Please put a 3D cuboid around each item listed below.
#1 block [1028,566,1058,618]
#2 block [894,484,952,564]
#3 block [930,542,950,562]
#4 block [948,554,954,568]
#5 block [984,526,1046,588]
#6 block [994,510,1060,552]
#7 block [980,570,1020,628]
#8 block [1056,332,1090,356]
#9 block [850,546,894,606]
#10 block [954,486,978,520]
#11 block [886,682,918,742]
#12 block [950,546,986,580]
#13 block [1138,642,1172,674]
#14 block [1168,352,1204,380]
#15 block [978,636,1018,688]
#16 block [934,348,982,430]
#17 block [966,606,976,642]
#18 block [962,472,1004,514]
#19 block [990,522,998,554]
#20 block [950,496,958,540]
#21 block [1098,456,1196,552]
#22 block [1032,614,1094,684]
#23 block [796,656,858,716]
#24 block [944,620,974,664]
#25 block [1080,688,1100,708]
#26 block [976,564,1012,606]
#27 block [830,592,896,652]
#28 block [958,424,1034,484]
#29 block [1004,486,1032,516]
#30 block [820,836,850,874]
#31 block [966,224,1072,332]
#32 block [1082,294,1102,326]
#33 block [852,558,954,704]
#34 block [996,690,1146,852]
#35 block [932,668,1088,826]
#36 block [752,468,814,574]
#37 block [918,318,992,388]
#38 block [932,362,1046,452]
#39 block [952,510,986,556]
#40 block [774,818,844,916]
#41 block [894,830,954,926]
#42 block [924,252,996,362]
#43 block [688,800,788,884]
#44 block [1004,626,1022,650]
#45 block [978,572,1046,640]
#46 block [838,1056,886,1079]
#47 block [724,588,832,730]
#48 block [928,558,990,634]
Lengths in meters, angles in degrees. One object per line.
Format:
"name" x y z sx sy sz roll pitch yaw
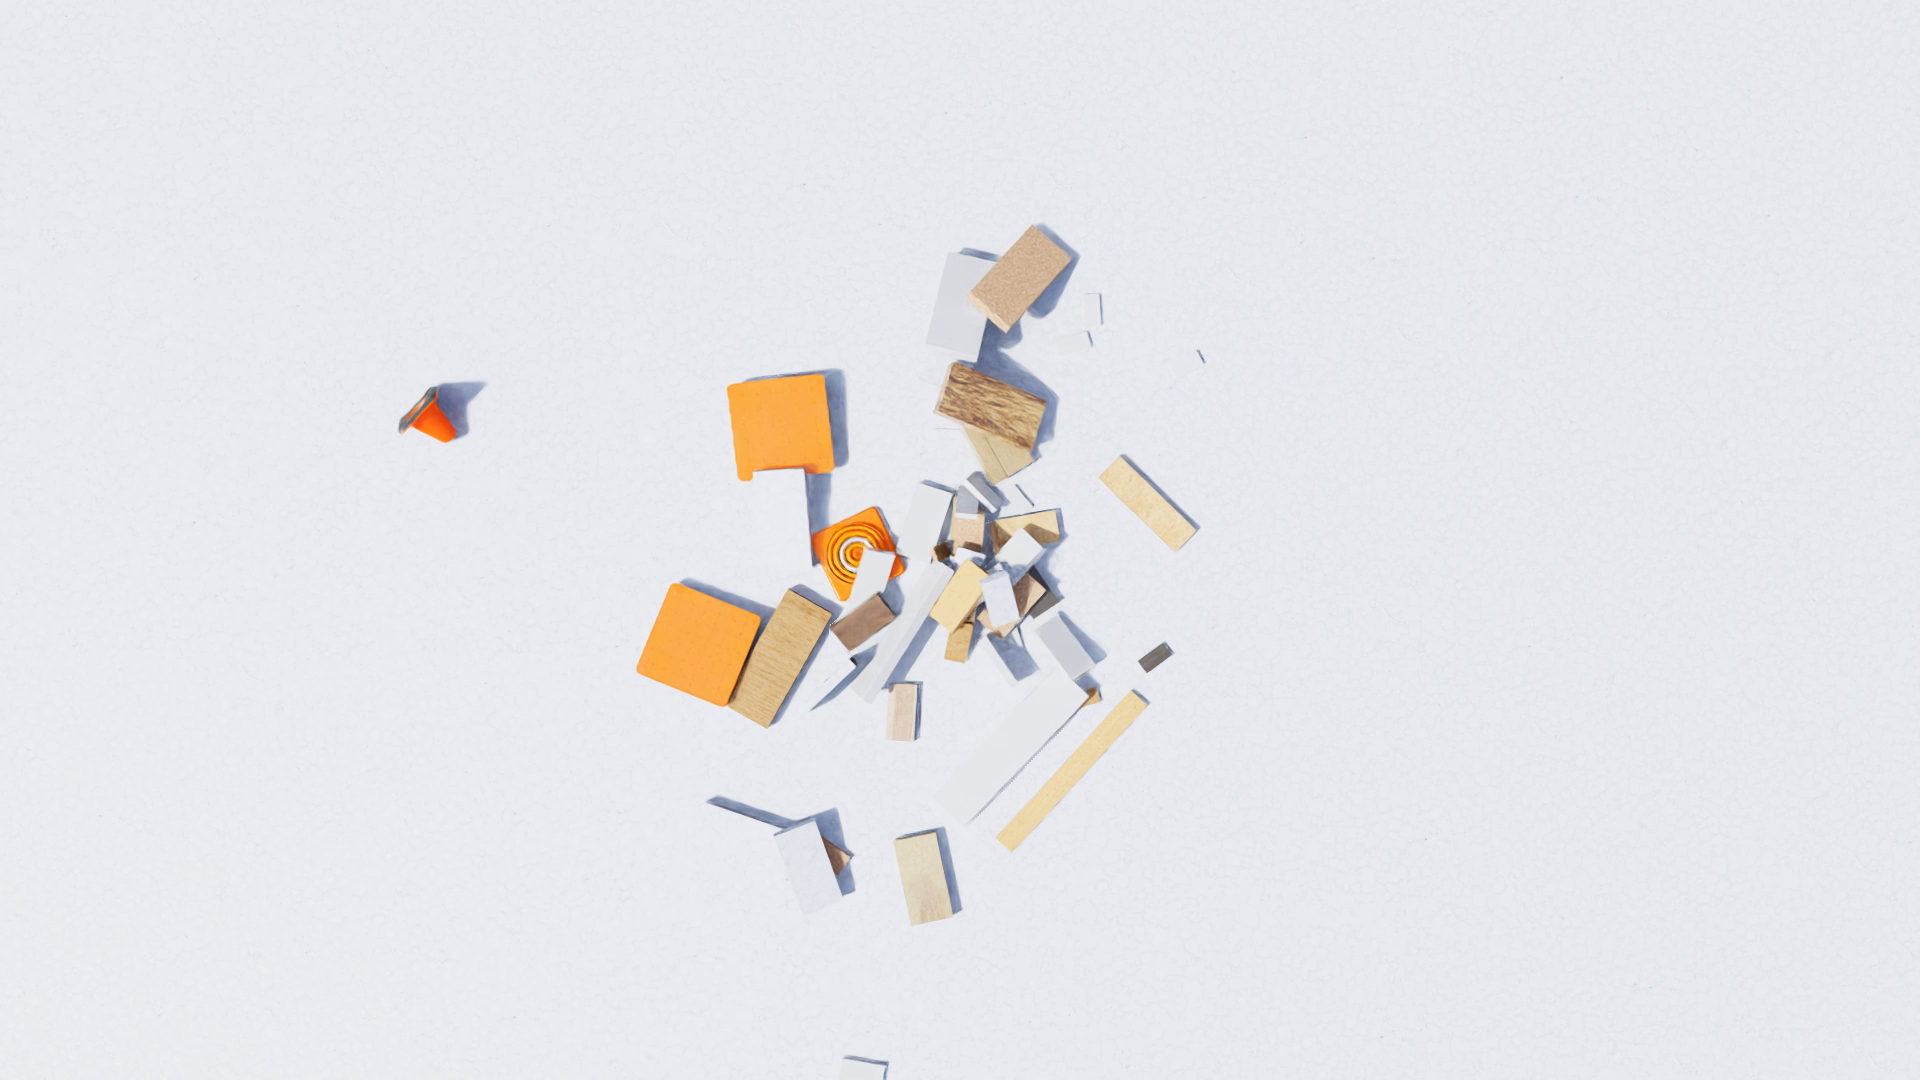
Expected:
"block" 0.228 0.149 5.485 0.103 0.029 0.207 -34 90 0
"block" -0.120 -0.055 5.471 0.121 0.034 0.243 18 84 0
"block" -0.064 0.040 5.453 0.014 0.095 0.048 -17 95 29
"block" 0.003 0.149 5.470 0.094 0.027 0.188 7 100 0
"block" 0.169 0.078 5.432 0.223 0.032 0.112 -49 61 7
"block" 0.222 -0.030 5.485 0.207 0.029 0.103 -10 90 0
"block" 0.129 0.195 5.373 0.095 0.027 0.189 -20 126 -5
"block" 0.377 -0.655 5.492 0.106 0.015 0.053 -16 90 0
"block" -0.290 0.125 5.437 0.099 0.028 0.199 12 111 -15
"block" 0.025 -0.123 5.438 0.072 0.143 0.020 6 129 0
"block" -0.195 0.573 5.487 0.094 0.027 0.189 3 90 0
"block" 0.012 0.122 5.438 0.094 0.027 0.188 17 100 -2
"block" 0.648 0.393 5.493 0.104 0.015 0.052 -36 90 0
"block" 0.753 -0.582 5.492 0.106 0.015 0.053 -28 90 0
"block" 0.125 0.401 5.452 0.027 0.094 0.189 -34 90 -2
"block" -0.005 -0.519 5.479 0.151 0.043 0.302 1 90 0
"block" 0.010 0.270 5.456 0.073 0.021 0.146 9 118 2
"block" 0.077 -0.157 5.464 0.143 0.072 0.020 45 123 0
"block" 0.112 -0.005 5.452 0.014 0.048 0.095 -9 52 0
"block" 0.009 -0.070 5.490 0.072 0.020 0.143 6 90 0
"block" 0.622 -0.120 5.486 0.355 0.028 0.099 44 90 0
"block" 0.340 0.359 5.444 0.103 0.029 0.207 -32 78 -26
"block" -0.438 0.483 5.439 0.243 0.121 0.034 -43 90 0
"block" -0.004 0.335 5.461 0.073 0.021 0.146 12 114 0
"block" 0.410 0.529 5.493 0.104 0.015 0.052 -15 90 0
"block" 0.090 0.147 5.403 0.146 0.021 0.073 -34 74 5
"block" -0.320 0.271 5.456 0.199 0.028 0.099 -37 102 11
"block" 0.100 -0.351 5.444 0.151 0.043 0.302 -32 98 -12
"block" 0.194 -0.132 5.493 0.048 0.014 0.095 -40 90 0
"block" -0.444 1.043 5.490 0.144 0.020 0.072 35 90 0
"block" 0.194 -0.859 5.407 0.174 0.049 0.347 41 67 -2
"block" 0.439 -0.765 5.492 0.053 0.015 0.106 -4 90 0
"block" -0.190 0.298 5.438 0.034 0.122 0.515 32 90 -28
"block" 0.370 0.770 5.490 0.072 0.020 0.665 43 90 0
"block" 0.168 0.683 5.467 0.143 0.041 0.600 44 92 0
"block" -0.583 -0.065 5.443 0.169 0.048 0.338 -4 98 1
"block" -0.010 -0.643 5.431 0.151 0.043 0.302 21 82 3
"block" 0.099 -0.434 5.387 0.347 0.049 0.174 21 79 -19
"block" 0.029 -0.010 5.462 0.094 0.027 0.188 5 105 0
"block" -0.500 1.080 5.442 0.143 0.041 0.286 -20 97 -9
"block" -0.122 1.124 5.480 0.143 0.041 0.286 -12 90 0
"block" 0.007 -0.764 5.395 0.174 0.049 0.347 13 70 0
"block" -0.710 1.002 5.476 0.338 0.048 0.169 19 90 0
"block" 0.167 0.309 5.493 0.052 0.015 0.104 -16 90 0
"block" 0.170 0.211 5.459 0.112 0.032 0.223 41 97 2
"block" -0.327 1.771 5.490 0.144 0.020 0.072 10 90 0
"block" -0.604 0.394 5.476 0.169 0.048 0.437 30 90 0
"block" 0.002 0.183 5.392 0.112 0.032 0.223 39 97 19
